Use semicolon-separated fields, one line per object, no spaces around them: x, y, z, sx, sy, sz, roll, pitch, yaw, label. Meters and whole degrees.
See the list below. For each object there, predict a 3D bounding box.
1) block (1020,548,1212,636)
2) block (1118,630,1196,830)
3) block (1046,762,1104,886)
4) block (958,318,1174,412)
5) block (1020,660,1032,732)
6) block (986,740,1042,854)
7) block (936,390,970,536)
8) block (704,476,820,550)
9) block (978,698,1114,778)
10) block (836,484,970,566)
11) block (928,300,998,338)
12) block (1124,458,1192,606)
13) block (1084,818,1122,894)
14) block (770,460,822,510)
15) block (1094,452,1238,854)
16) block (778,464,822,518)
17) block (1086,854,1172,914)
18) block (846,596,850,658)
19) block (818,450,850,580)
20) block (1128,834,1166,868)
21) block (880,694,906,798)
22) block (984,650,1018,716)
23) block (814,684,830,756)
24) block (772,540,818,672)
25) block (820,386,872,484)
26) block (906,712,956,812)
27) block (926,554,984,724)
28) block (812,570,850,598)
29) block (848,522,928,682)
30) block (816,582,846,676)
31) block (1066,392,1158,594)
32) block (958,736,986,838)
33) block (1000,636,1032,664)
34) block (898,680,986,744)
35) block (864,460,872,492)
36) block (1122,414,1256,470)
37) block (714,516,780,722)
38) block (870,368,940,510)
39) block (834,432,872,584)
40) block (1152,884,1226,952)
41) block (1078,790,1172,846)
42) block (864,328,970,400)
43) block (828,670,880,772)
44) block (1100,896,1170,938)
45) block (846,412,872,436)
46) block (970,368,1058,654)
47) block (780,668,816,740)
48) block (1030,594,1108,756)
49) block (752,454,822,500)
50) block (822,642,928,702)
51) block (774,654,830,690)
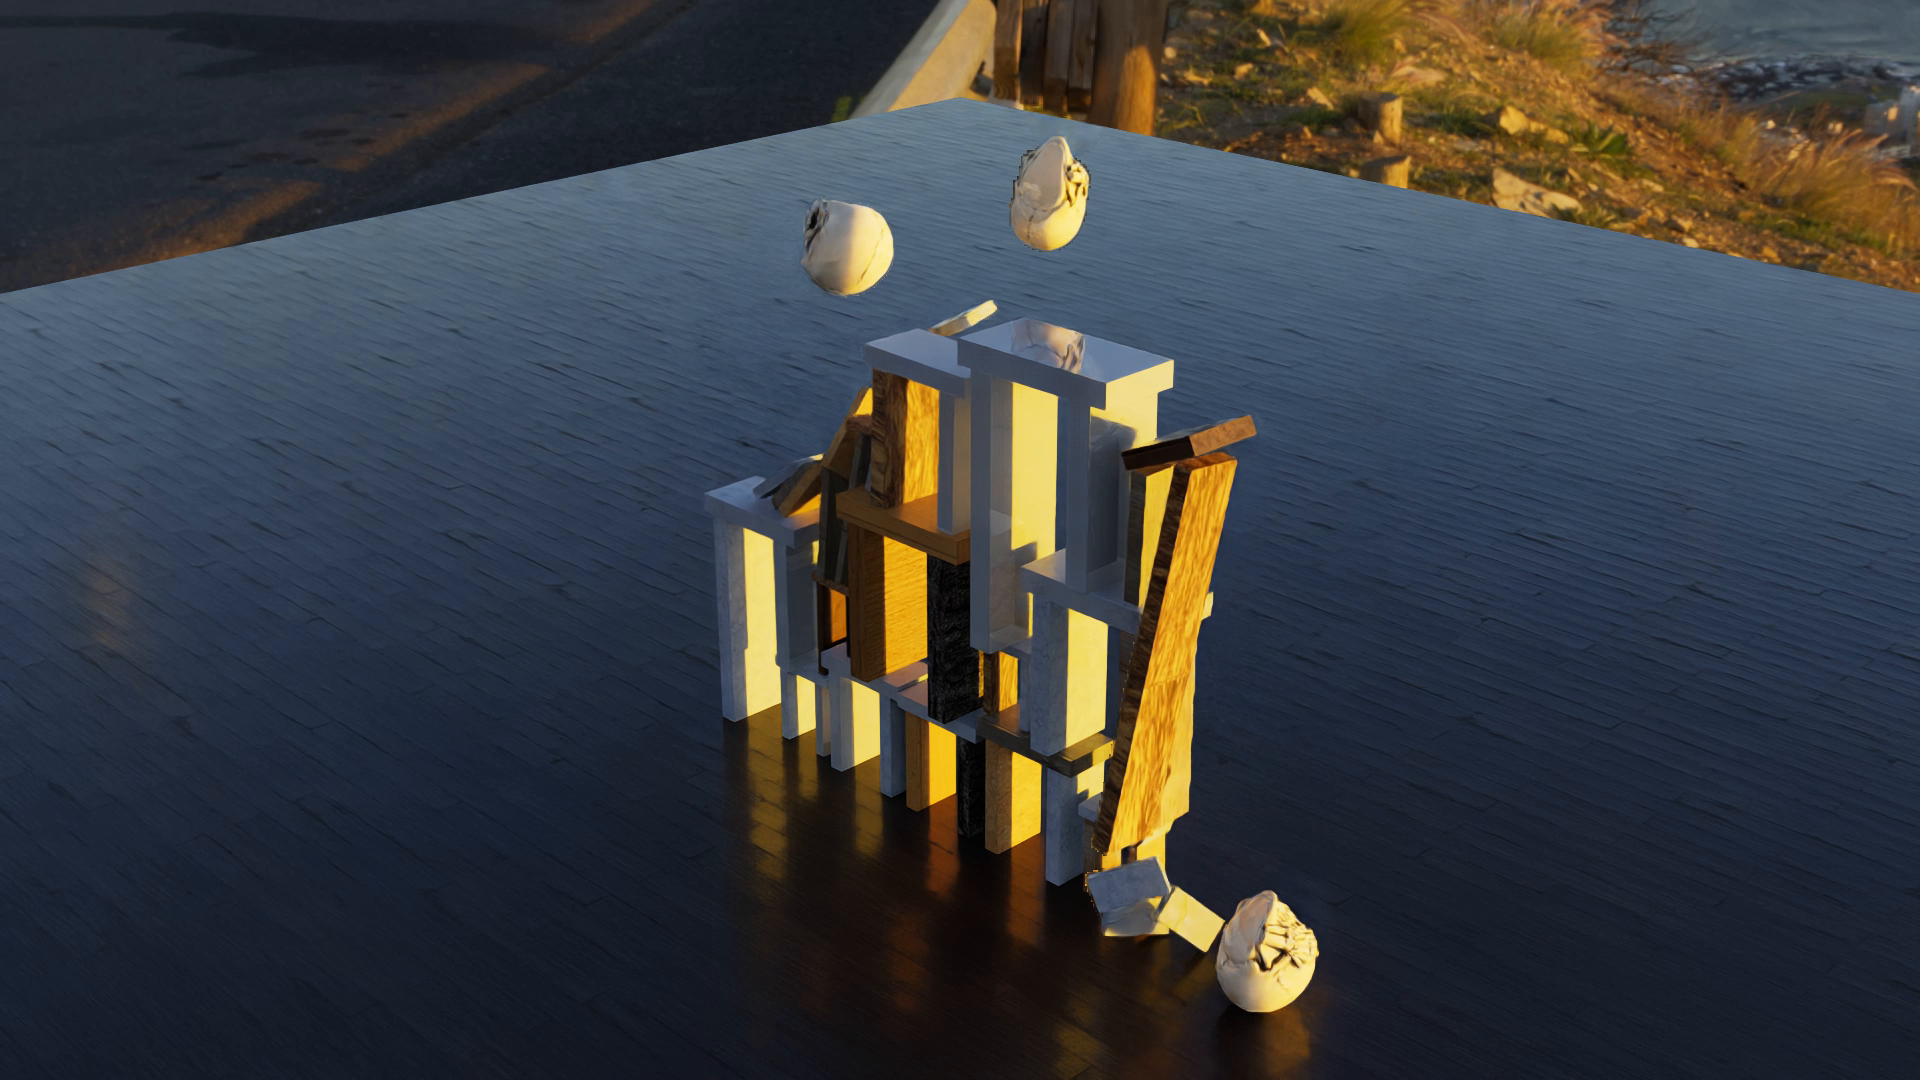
0.279;0.091;3.960;0.159;0.045;0.319;-21;31;-41;block
0.354;0.332;3.979;0.045;0.413;0.159;21;31;41;block
0.220;0.527;4.205;0.035;0.244;0.122;21;31;41;block
0.184;-0.314;3.888;0.354;0.050;0.177;21;31;40;block
0.147;0.285;4.189;0.073;0.146;0.021;-21;31;-41;block
0.105;0.483;4.311;0.035;0.244;0.122;21;31;41;block
0.023;-0.161;4.125;0.140;0.280;0.040;-21;33;-41;block
-0.389;-0.060;4.621;0.290;0.041;0.145;21;31;41;block
0.162;0.377;4.204;0.244;0.035;0.122;21;31;41;block
-0.065;-0.044;4.271;0.169;0.048;0.337;-21;31;-40;block
-0.014;-0.419;4.295;0.171;0.024;0.085;-19;12;46;block
0.346;-0.018;3.843;0.035;0.246;0.123;23;32;40;block
0.271;0.585;4.175;0.023;0.161;0.081;21;31;41;block
-0.318;-0.119;4.534;0.086;0.024;0.171;-17;-15;-34;block
0.347;0.201;3.750;0.123;0.733;0.035;-15;34;-44;block
-0.295;-0.108;4.494;0.090;0.180;0.025;-17;72;-34;block
0.302;0.615;3.932;0.136;0.068;0.019;-19;8;16;block
-0.201;0.170;4.516;0.069;0.138;0.020;-21;32;-40;block
-0.240;-0.057;4.460;0.090;0.283;0.025;-17;35;-34;block
0.348;0.615;4.105;0.023;0.161;0.081;21;31;40;block
-0.112;0.403;4.517;0.032;0.229;0.114;21;31;41;block
0.078;0.259;4.252;0.021;0.146;0.073;21;31;41;block
-0.268;0.370;4.676;0.024;0.166;0.083;21;31;41;block
-0.320;0.119;4.623;0.145;0.290;0.041;-21;31;-40;block
-0.199;-0.206;4.377;0.090;0.180;0.025;33;-8;-40;block
-0.059;0.430;4.464;0.110;0.220;0.031;-21;31;-41;block
0.014;0.169;4.275;0.169;0.347;0.048;-21;31;-41;block
-0.233;0.084;4.516;0.069;0.020;0.138;-21;31;-39;block
-0.144;0.102;4.420;0.048;0.337;0.169;21;31;41;block
-0.265;0.176;4.591;0.069;0.209;0.020;-21;31;-40;block
0.268;-0.096;3.891;0.177;0.354;0.050;-21;31;-41;block
0.045;0.471;4.368;0.031;0.220;0.110;21;31;41;block
0.112;0.196;4.187;0.146;0.021;0.073;21;31;40;block
-0.008;0.335;4.366;0.110;0.031;0.220;-21;31;-40;block
-0.147;-0.155;4.315;0.062;0.123;0.017;-21;49;-41;block
0.383;-0.163;3.706;0.123;0.035;0.246;-20;4;-23;block
-0.457;0.153;4.787;0.041;0.480;0.145;21;31;40;block
-0.103;-0.210;4.240;0.140;0.280;0.040;-19;32;-37;block
-0.201;-0.068;4.407;0.062;0.351;0.017;-21;44;-40;block
0.412;0.683;3.967;0.136;0.068;0.019;38;-11;-29;block
0.307;0.516;4.102;0.161;0.023;0.081;21;31;40;block
-0.035;-0.332;4.118;0.140;0.040;0.280;-20;30;-39;block
-0.220;0.361;4.617;0.032;0.229;0.114;21;31;41;block
0.323;0.686;4.018;0.136;0.068;0.019;2;7;-27;block
-0.163;-0.224;4.301;0.062;0.017;0.123;-17;22;-31;block
0.099;-0.070;4.082;0.177;0.551;0.050;-21;31;-41;block
-0.347;0.339;4.748;0.024;0.167;0.083;21;31;41;block
0.204;0.229;4.100;0.159;0.319;0.045;-21;31;-41;block
-0.351;-0.132;4.576;0.085;0.024;0.171;-17;-9;-42;block
-0.166;0.262;4.516;0.229;0.032;0.114;21;31;41;block
-0.307;0.267;4.675;0.167;0.024;0.083;21;31;41;block
